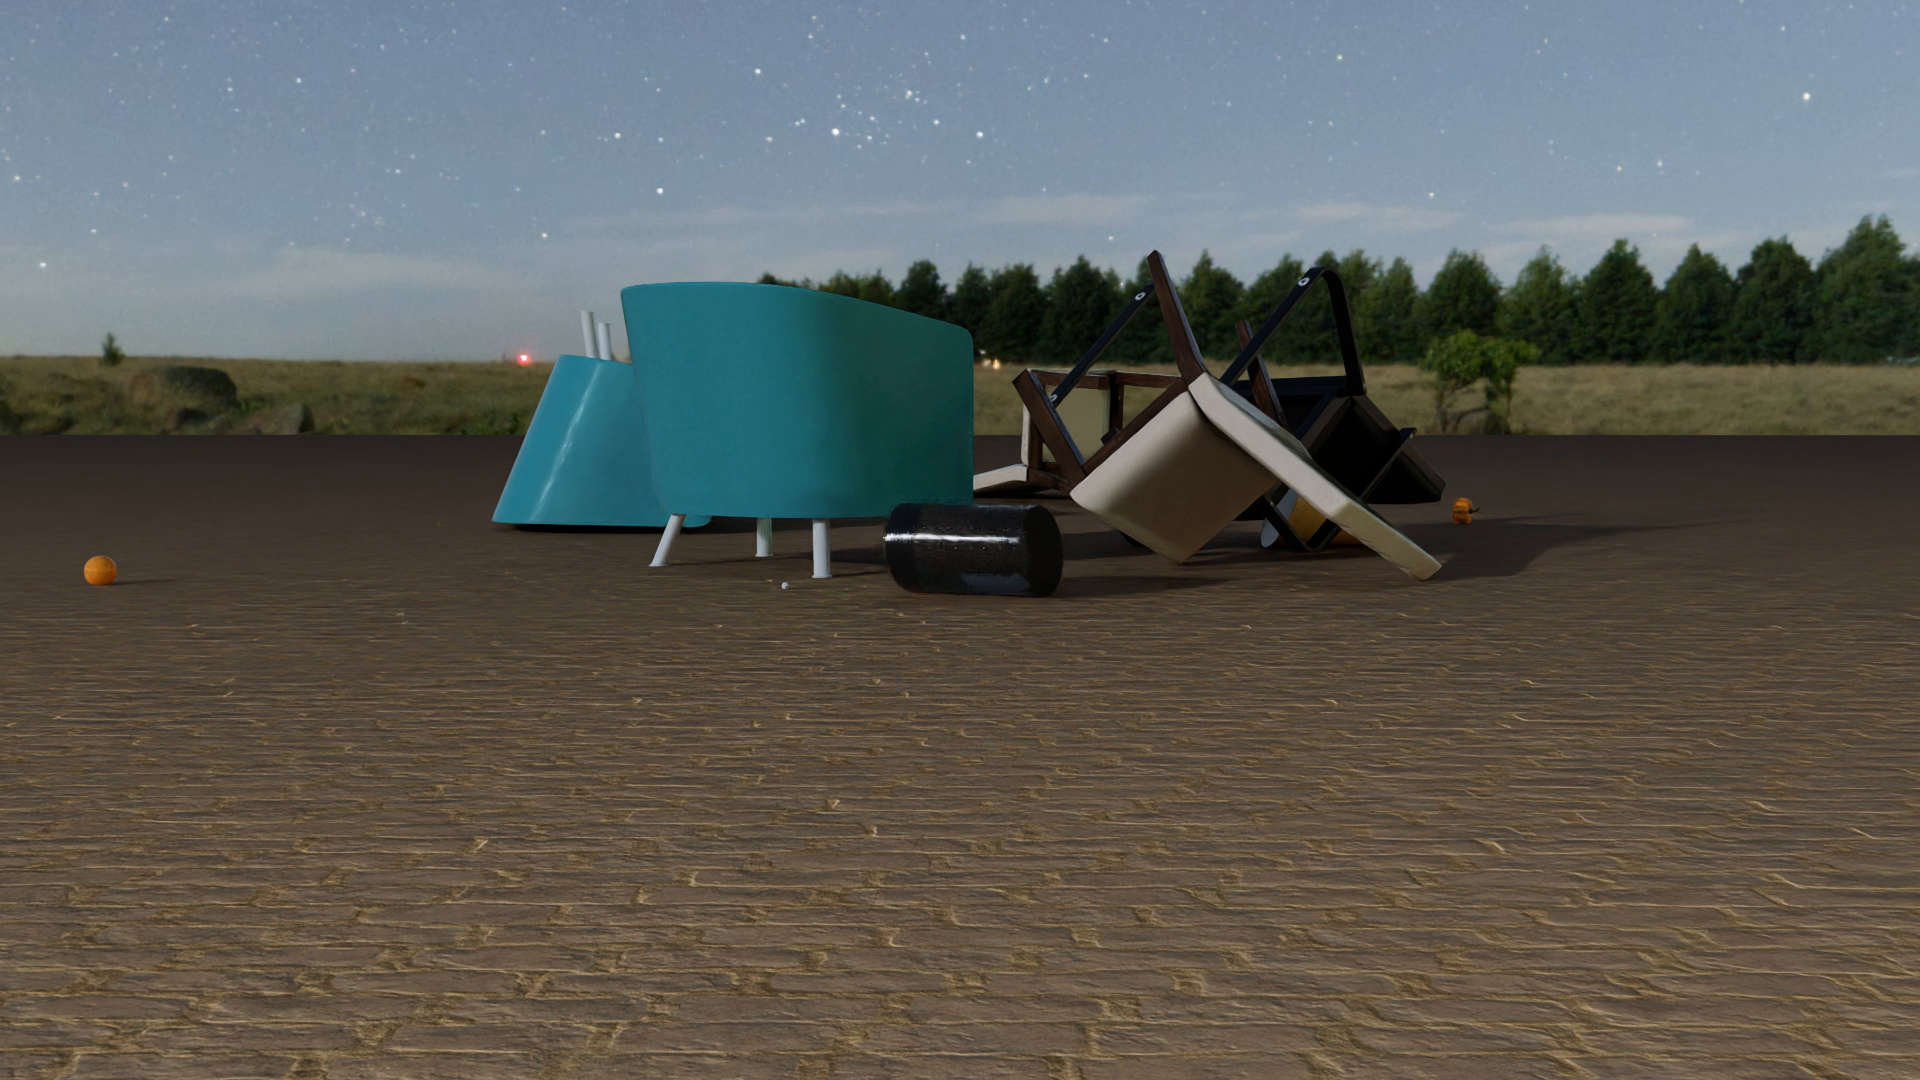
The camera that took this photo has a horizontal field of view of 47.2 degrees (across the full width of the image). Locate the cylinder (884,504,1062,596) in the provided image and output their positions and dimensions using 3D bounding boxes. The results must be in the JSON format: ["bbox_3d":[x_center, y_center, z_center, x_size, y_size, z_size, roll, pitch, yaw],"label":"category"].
[{"bbox_3d":[0.033,0.021,4.783,0.308,0.191,0.289,2,-12,21],"label":"cylinder"}]

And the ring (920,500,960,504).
[{"bbox_3d":[-0.078,-0.114,7.837,0.105,0.051,0.220,5,7,40],"label":"ring"}]

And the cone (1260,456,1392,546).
[{"bbox_3d":[1.076,-0.045,6.262,0.348,0.276,0.320,22,6,-6],"label":"cone"}]

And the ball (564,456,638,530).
[{"bbox_3d":[-1.144,-0.150,7.012,0.236,0.236,0.236,0,4,0],"label":"ball"}]

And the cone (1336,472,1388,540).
[{"bbox_3d":[1.149,-0.103,6.520,0.239,0.209,0.280,0,4,5],"label":"cone"}]
